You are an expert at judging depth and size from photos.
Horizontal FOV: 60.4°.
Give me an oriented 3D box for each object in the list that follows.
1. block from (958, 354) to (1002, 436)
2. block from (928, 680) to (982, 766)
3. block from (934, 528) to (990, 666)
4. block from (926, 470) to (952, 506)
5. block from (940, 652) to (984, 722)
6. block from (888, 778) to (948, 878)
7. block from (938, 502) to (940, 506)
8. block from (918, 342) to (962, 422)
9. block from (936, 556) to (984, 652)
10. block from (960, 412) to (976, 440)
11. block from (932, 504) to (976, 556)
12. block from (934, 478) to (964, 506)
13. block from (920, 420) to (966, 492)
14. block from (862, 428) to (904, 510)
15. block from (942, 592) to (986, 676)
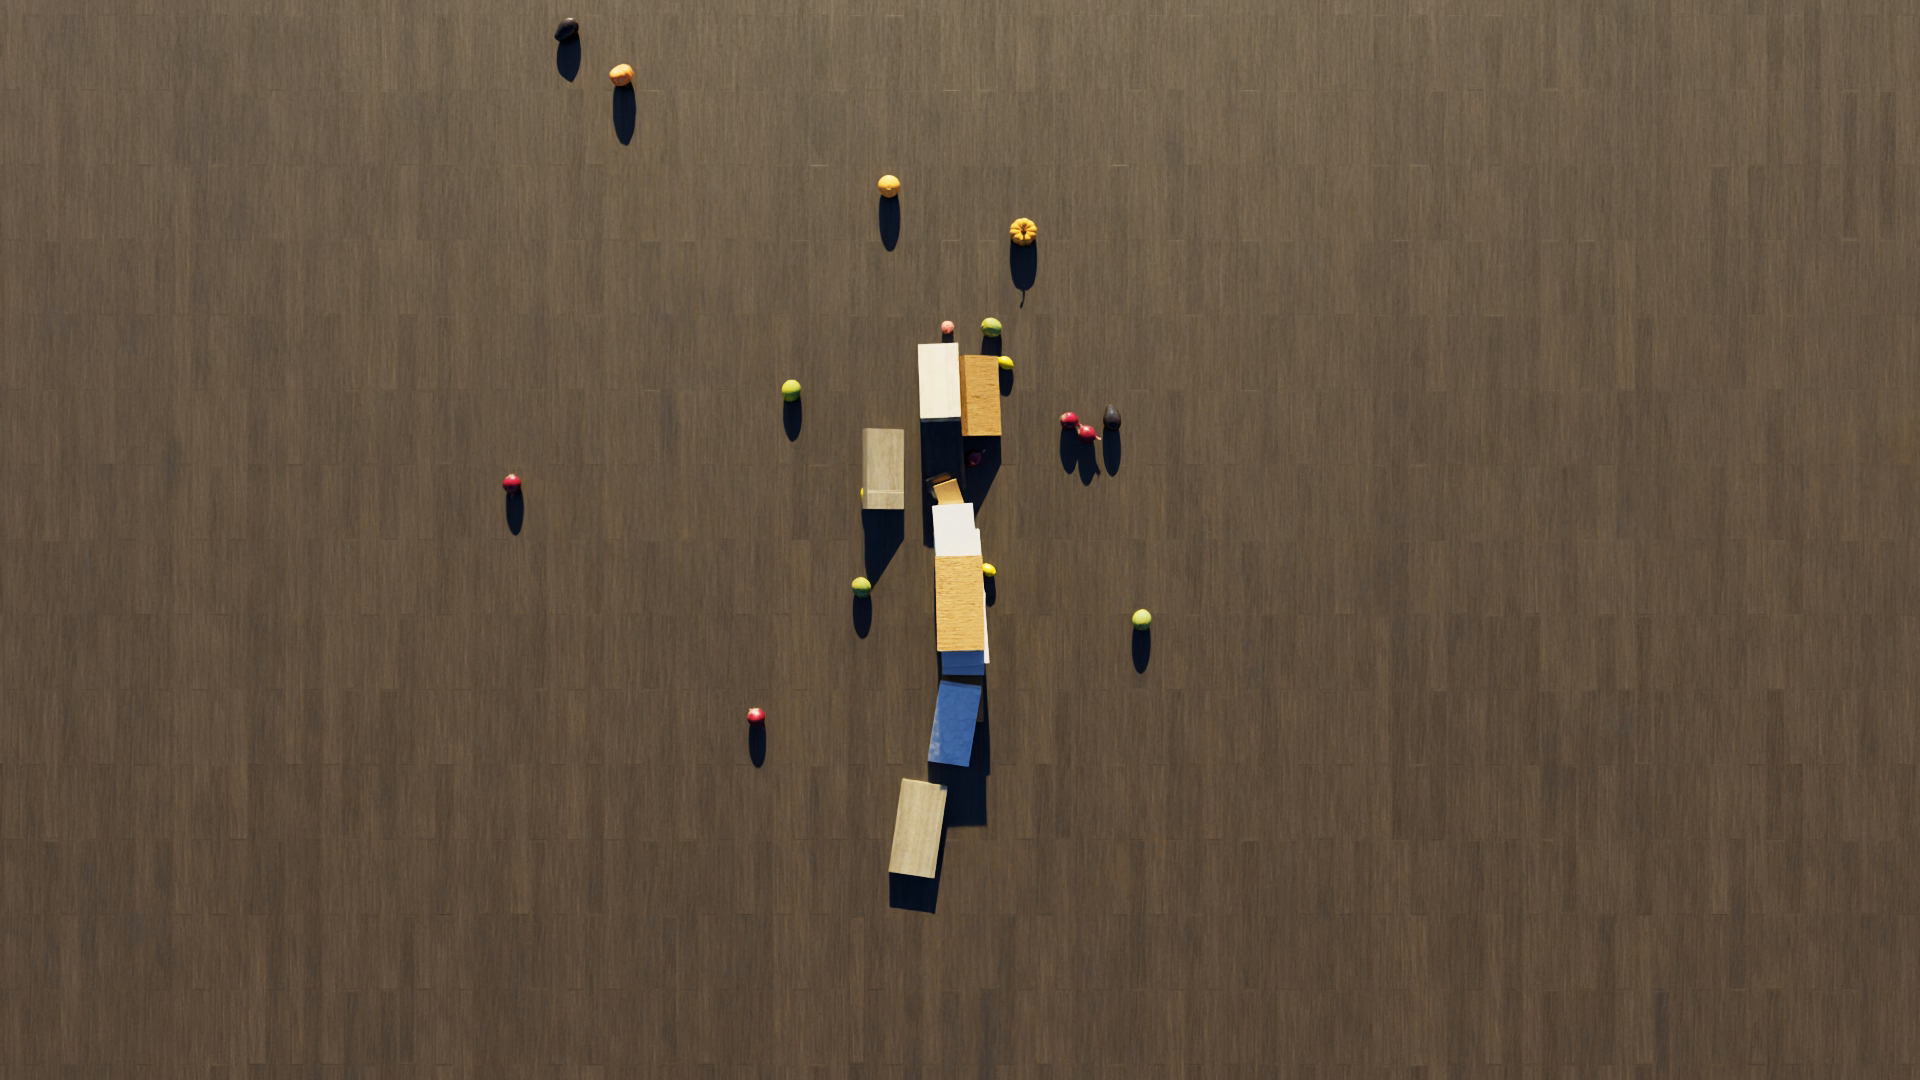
[{"bbox_3d":[0.066,-0.476,5.448,0.132,0.037,0.264,-3,90,-33],"label":"block"},{"bbox_3d":[-0.019,0.606,5.442,0.137,0.039,0.274,8,105,-3],"label":"block"},{"bbox_3d":[0.003,0.189,5.416,0.153,0.043,0.441,-4,84,0],"label":"block"},{"bbox_3d":[-0.047,-0.145,5.458,0.077,0.022,0.155,-21,111,6],"label":"block"},{"bbox_3d":[0.007,0.466,5.481,0.137,0.039,0.274,-1,90,0],"label":"block"},{"bbox_3d":[-0.139,0.957,5.478,0.153,0.043,0.305,8,90,0],"label":"block"},{"bbox_3d":[-0.029,-0.048,5.467,0.077,0.022,0.155,-5,107,0],"label":"block"},{"bbox_3d":[-0.067,-0.517,5.418,0.131,0.037,0.262,-3,72,1],"label":"block"},{"bbox_3d":[0.000,0.204,5.331,0.153,0.043,0.305,-1,86,0],"label":"block"},{"bbox_3d":[-0.020,-0.464,5.481,0.131,0.037,0.262,-3,90,0],"label":"block"},{"bbox_3d":[-0.009,0.078,5.380,0.132,0.037,0.386,-4,86,0],"label":"block"},{"bbox_3d":[-0.025,-0.116,5.423,0.077,0.022,0.155,-18,101,2],"label":"block"},{"bbox_3d":[-0.055,-0.293,5.452,0.131,0.037,0.262,-5,103,0],"label":"block"},{"bbox_3d":[-0.254,-0.234,5.453,0.132,0.037,0.264,0,90,-28],"label":"block"},{"bbox_3d":[0.013,0.308,5.444,0.137,0.039,0.274,1,84,0],"label":"block"}]
